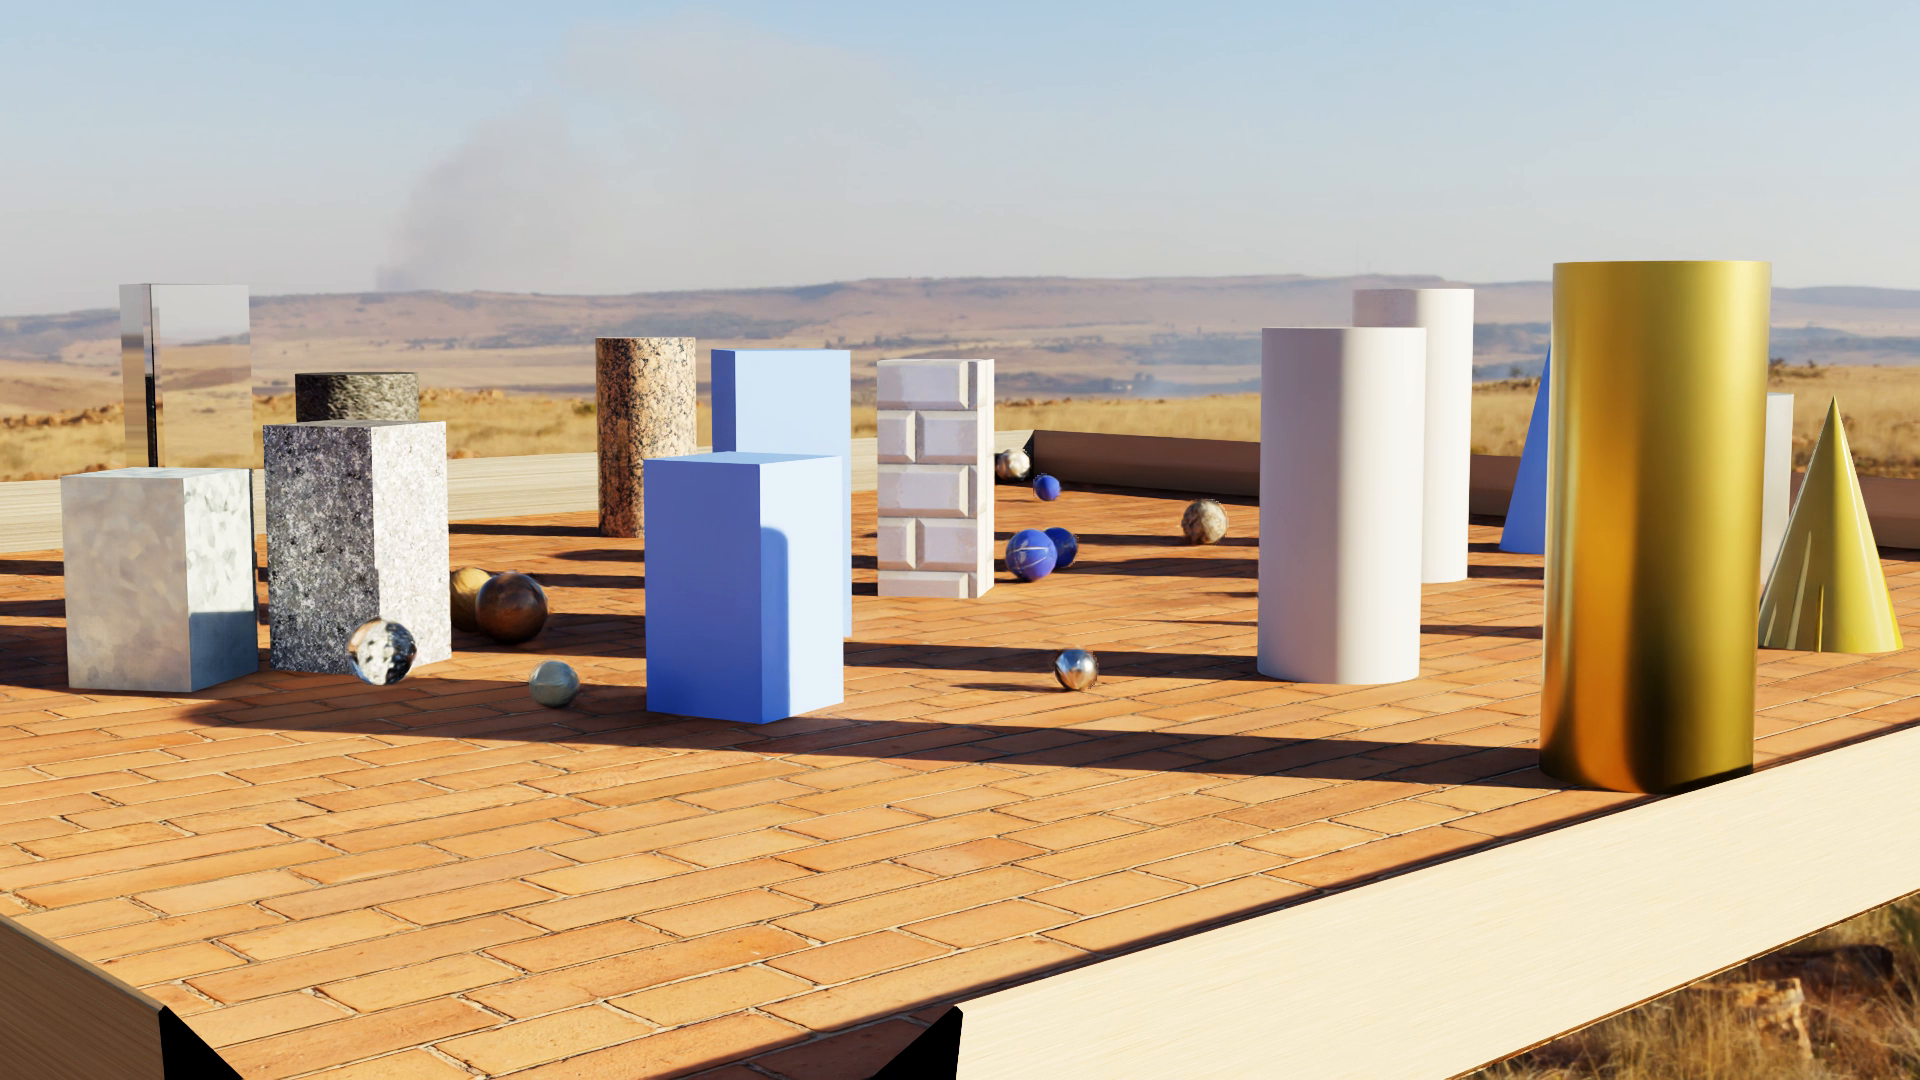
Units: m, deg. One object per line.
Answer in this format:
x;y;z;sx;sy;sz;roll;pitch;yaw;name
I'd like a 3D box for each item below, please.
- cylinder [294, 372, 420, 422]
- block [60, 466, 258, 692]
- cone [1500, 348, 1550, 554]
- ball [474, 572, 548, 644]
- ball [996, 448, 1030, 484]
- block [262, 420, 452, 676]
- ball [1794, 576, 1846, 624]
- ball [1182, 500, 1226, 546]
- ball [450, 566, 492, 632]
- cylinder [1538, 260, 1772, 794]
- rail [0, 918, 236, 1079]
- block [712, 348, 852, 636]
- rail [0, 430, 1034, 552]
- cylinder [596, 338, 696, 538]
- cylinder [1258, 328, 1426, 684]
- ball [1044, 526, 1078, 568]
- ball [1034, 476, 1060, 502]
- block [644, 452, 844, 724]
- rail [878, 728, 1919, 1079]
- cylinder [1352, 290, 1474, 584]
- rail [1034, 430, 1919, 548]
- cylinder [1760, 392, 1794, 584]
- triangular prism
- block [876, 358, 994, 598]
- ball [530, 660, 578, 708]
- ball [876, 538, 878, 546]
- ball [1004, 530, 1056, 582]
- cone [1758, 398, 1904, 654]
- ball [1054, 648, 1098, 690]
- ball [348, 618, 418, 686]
-1.000;-0.107;3.664;0.197;0.341;0.197;0;6;0;cylinder
-0.962;0.044;2.652;0.158;0.251;0.158;1;6;11;block
1.109;-0.209;4.087;0.197;0.456;0.197;0;6;0;cone
-0.599;0.091;2.936;0.097;0.097;0.097;0;6;0;ball
0.137;-0.190;5.667;0.090;0.090;0.090;0;6;0;ball
-0.756;0.005;2.767;0.158;0.304;0.158;2;6;20;block
1.226;0.085;3.135;0.068;0.068;0.068;0;6;0;ball
0.465;-0.032;4.181;0.085;0.085;0.085;0;6;0;ball
-0.678;0.083;3.048;0.091;0.091;0.091;0;6;0;ball
0.662;-0.018;2.101;0.197;0.489;0.197;0;6;0;cylinder
-1.345;0.162;2.098;0.045;0.128;3.439;-5;8;-42;rail
-0.248;-0.067;3.043;0.158;0.391;0.158;-2;6;-18;block
-1.150;-0.096;4.571;3.707;0.128;0.045;-5;8;-42;rail
-0.625;-0.208;4.389;0.197;0.391;0.197;0;6;0;cylinder
0.468;-0.048;2.701;0.197;0.423;0.197;0;6;0;cylinder
0.167;0.013;3.801;0.073;0.073;0.073;0;6;0;ball
0.204;-0.120;5.133;0.061;0.061;0.061;0;6;0;ball
-0.241;0.048;2.467;0.158;0.281;0.158;3;7;30;block
1.150;0.163;2.092;3.707;0.128;0.045;-5;8;-42;rail
0.752;-0.178;3.676;0.197;0.479;0.197;0;6;0;cylinder
1.345;-0.095;4.566;0.045;0.128;3.439;-5;8;-42;rail
1.276;-0.090;3.660;0.197;0.307;0.197;0;6;0;cylinder
-1.030;-0.104;2.972;0.148;0.479;0.171;-3;7;-30;triangular prism
-0.037;-0.101;3.482;0.158;0.367;0.158;1;6;10;block
-0.455;0.162;2.469;0.053;0.053;0.053;0;6;0;ball
-0.110;0.004;3.878;0.075;0.075;0.075;0;6;0;ball
0.116;0.025;3.621;0.086;0.086;0.086;0;6;0;ball
1.165;-0.029;2.948;0.197;0.333;0.197;0;6;0;cone
0.136;0.152;2.582;0.050;0.050;0.050;0;6;0;ball
-0.688;0.133;2.620;0.080;0.080;0.080;0;6;0;ball
